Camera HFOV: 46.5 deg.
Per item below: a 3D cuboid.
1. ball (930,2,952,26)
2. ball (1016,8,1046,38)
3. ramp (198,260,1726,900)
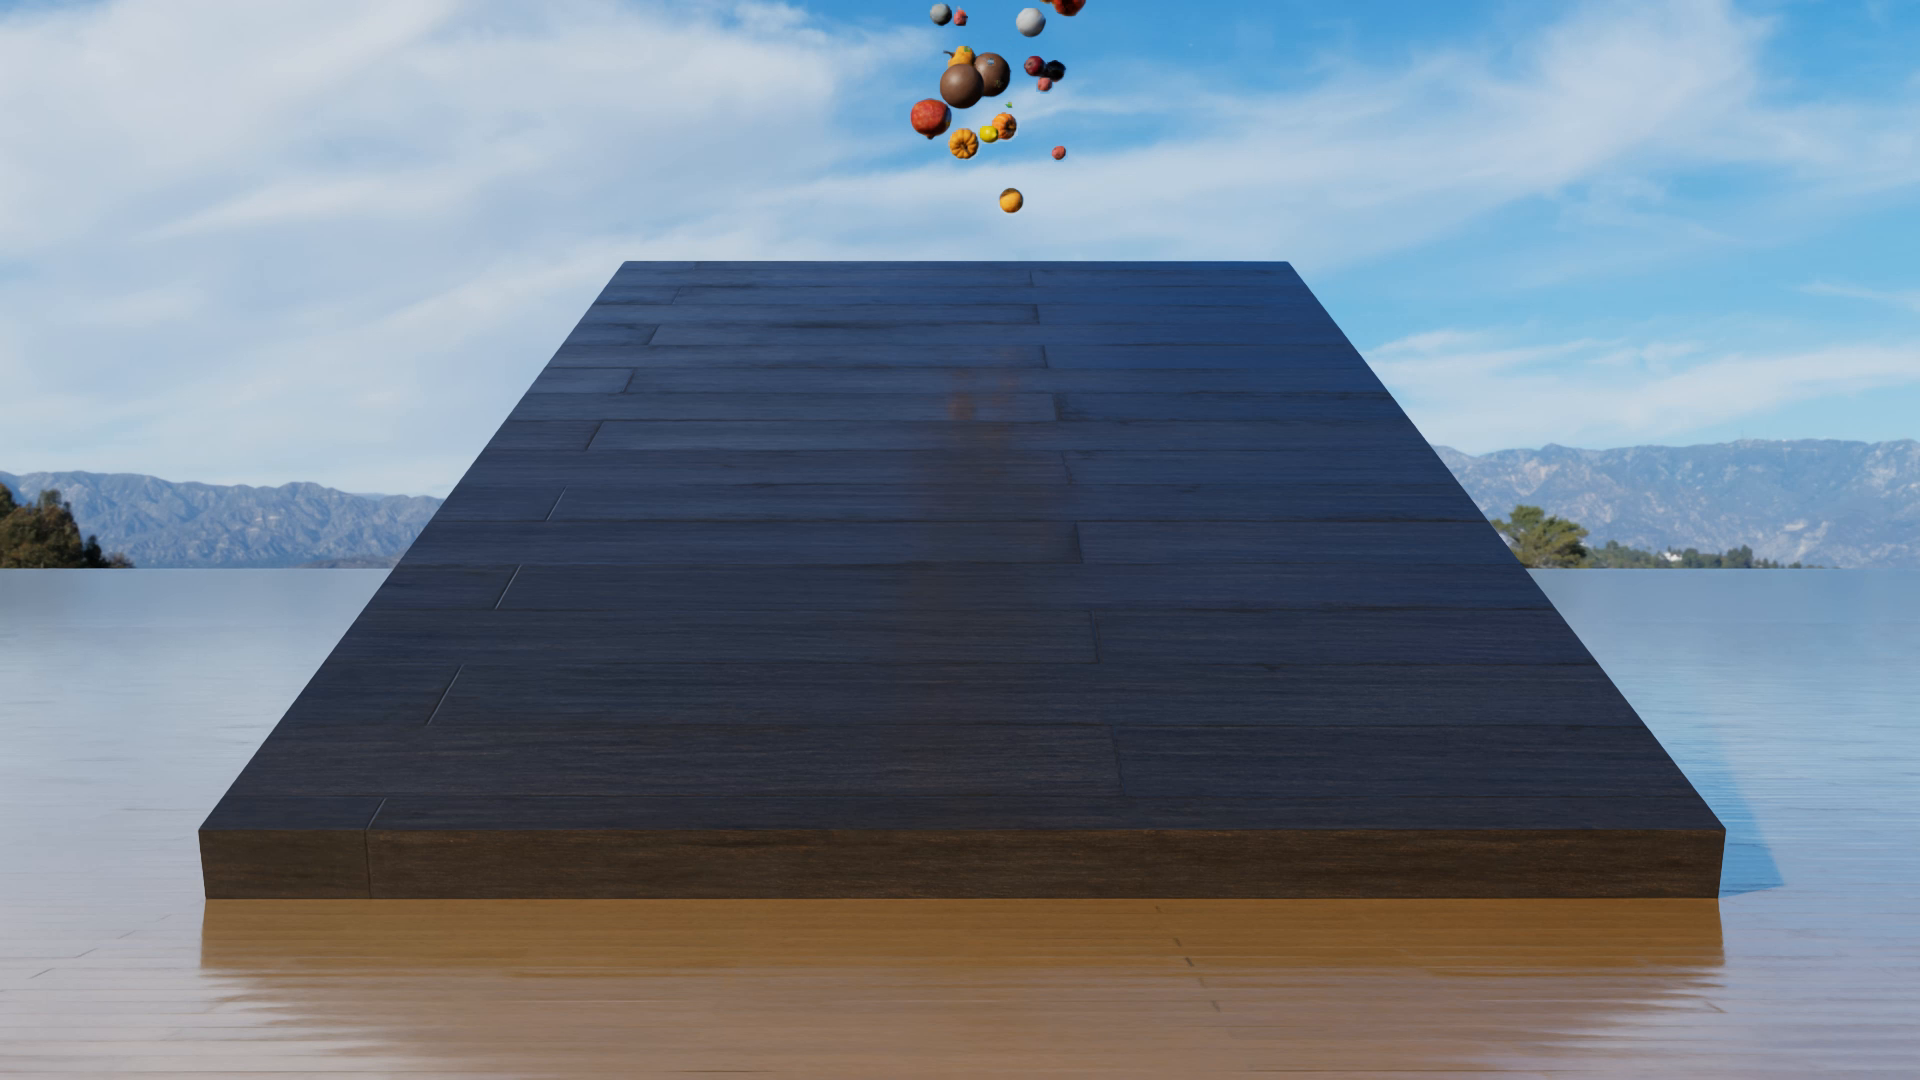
[{"bbox_3d":[-0.053,-1.478,6.278,0.062,0.062,0.062,0,-1,0],"label":"ball"},{"bbox_3d":[0.207,-1.513,6.528,0.085,0.085,0.085,0,-1,0],"label":"ball"},{"bbox_3d":[-0.003,-0.183,4.842,2.000,0.100,4.000,0,18,0],"label":"ramp"}]
